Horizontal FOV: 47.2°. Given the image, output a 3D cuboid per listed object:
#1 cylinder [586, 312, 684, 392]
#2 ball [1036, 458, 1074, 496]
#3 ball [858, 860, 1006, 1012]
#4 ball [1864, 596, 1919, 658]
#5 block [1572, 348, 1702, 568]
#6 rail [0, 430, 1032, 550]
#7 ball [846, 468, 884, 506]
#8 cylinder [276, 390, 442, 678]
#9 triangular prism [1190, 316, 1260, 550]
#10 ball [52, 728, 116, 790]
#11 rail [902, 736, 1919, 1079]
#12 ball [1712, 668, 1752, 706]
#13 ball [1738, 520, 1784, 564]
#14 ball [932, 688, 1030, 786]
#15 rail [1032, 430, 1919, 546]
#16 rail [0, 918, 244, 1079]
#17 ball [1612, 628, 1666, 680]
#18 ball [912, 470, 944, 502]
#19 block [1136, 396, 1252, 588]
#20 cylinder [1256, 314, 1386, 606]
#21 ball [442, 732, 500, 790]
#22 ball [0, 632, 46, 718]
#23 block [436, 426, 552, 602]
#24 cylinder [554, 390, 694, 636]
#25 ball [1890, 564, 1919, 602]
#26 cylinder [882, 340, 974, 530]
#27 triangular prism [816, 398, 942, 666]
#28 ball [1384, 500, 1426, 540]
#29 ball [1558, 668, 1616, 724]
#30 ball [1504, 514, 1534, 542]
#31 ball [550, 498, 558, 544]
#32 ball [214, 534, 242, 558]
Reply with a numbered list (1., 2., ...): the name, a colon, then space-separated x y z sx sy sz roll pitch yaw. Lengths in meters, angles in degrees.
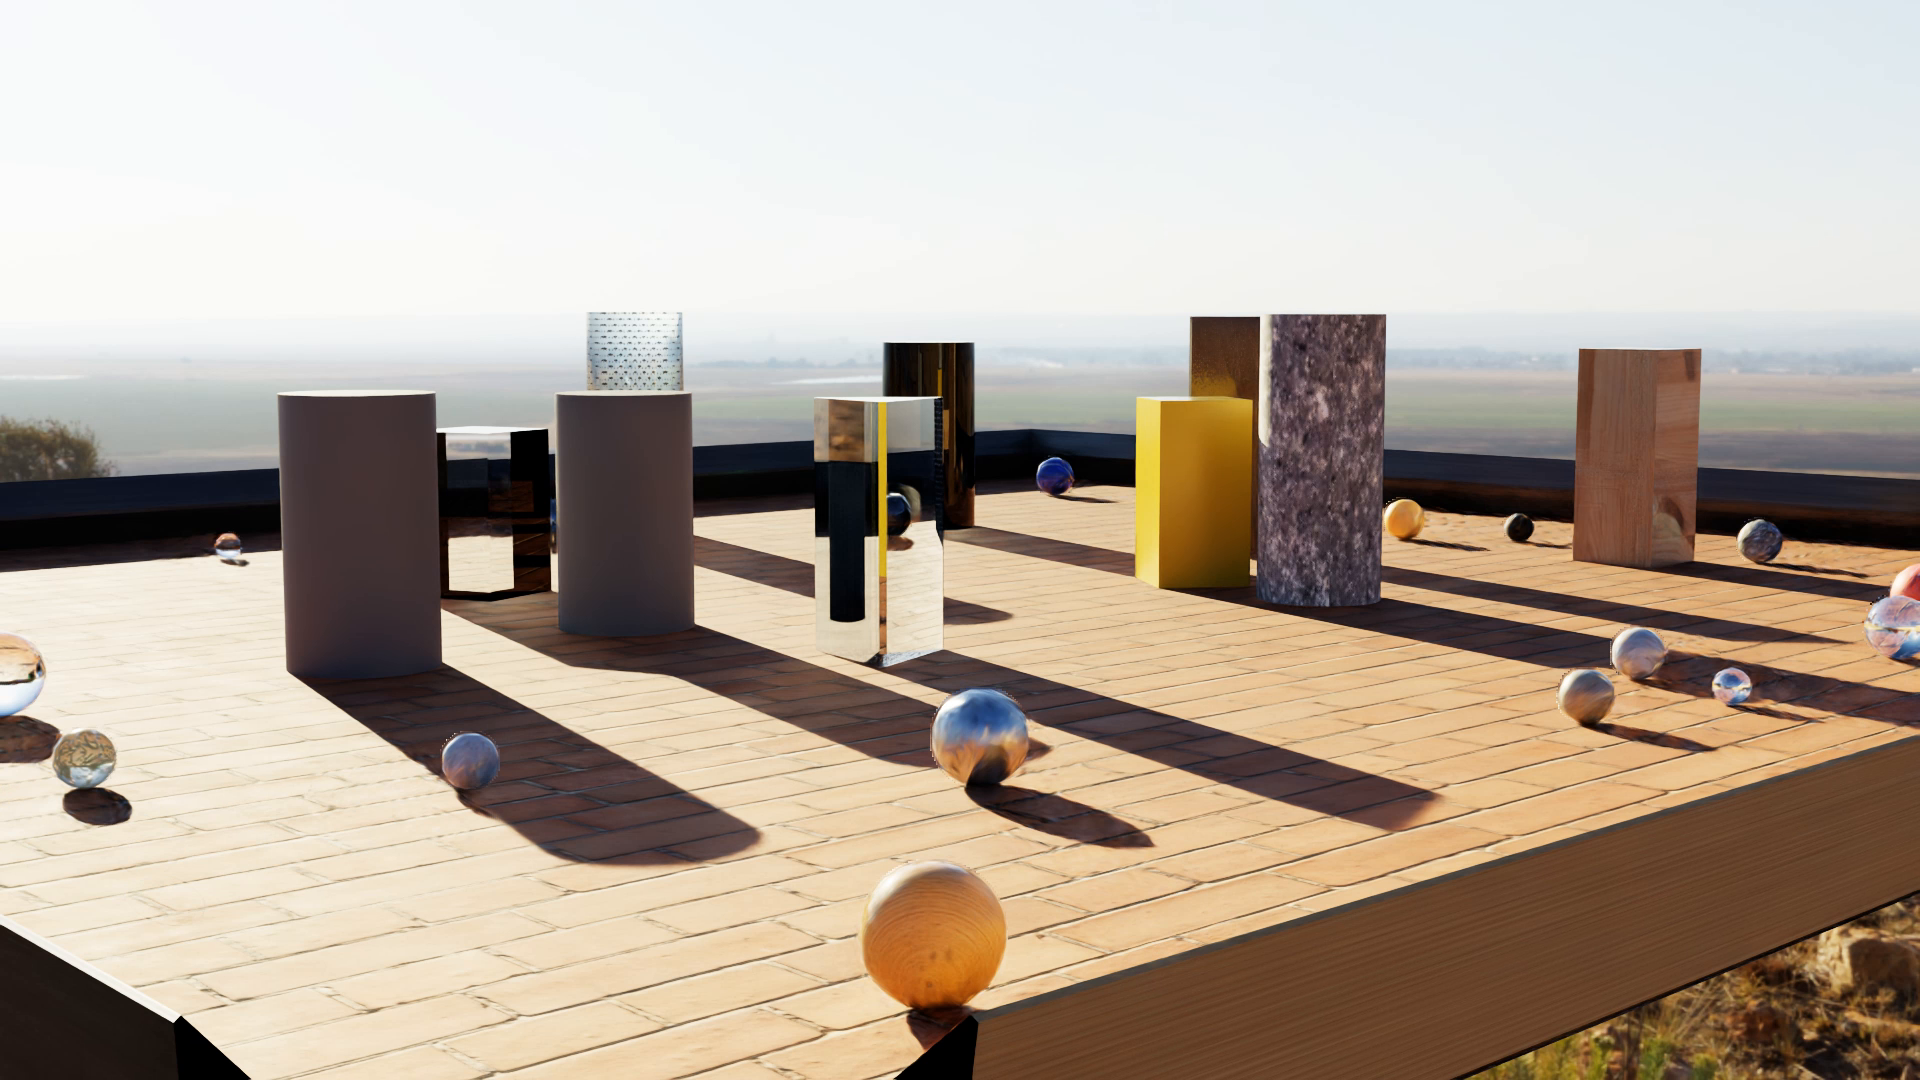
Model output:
1. cylinder: -0.635 -0.228 4.307 0.189 0.436 0.189 0 6 0
2. ball: 0.226 -0.151 5.224 0.090 0.090 0.090 0 6 0
3. ball: -0.017 0.252 1.398 0.094 0.094 0.094 0 6 0
4. ball: 1.193 0.111 2.795 0.080 0.080 0.080 0 6 0
5. block: 1.189 -0.149 3.862 0.151 0.373 0.151 -6 8 -44
6. rail: -1.154 -0.100 4.575 3.698 0.122 0.045 -6 8 -42
7. ball: -0.214 -0.117 4.924 0.087 0.087 0.087 0 6 0
8. cylinder: -0.741 -0.012 2.721 0.189 0.340 0.189 0 6 0
9. triangular prism: 0.512 -0.202 4.104 0.163 0.428 0.141 1 6 8
10. ball: -0.812 0.203 2.040 0.056 0.056 0.056 0 6 0
11. rail: 1.154 0.163 2.089 3.698 0.122 0.045 -6 8 -42
12. ball: 0.867 0.165 2.469 0.042 0.042 0.042 0 6 0
13. ball: 1.399 0.003 3.843 0.075 0.075 0.075 0 6 0
14. ball: 0.019 0.184 2.051 0.091 0.091 0.091 0 6 0
15. rail: 1.342 -0.098 4.563 0.045 0.122 3.449 -6 8 -42
16. rail: -1.342 0.162 2.101 0.045 0.122 3.449 -6 8 -42
17. ball: 0.814 0.136 2.640 0.062 0.062 0.062 0 6 0
18. ball: -0.074 -0.123 5.050 0.072 0.072 0.072 0 6 0
19. block: 0.377 -0.080 3.569 0.151 0.298 0.151 -1 6 -10
20. cylinder: 0.550 -0.127 3.356 0.189 0.434 0.189 0 6 0
21. ball: -0.454 0.205 2.038 0.052 0.052 0.052 0 6 0
22. ball: -1.047 0.146 2.398 0.094 0.094 0.094 0 6 0
23. block: -0.746 -0.044 3.424 0.151 0.256 0.151 3 7 26
24. cylinder: -0.466 -0.042 3.063 0.189 0.327 0.189 0 6 0
25. ball: 1.346 0.077 3.066 0.090 0.090 0.090 0 6 0
26. cylinder: -0.064 -0.215 4.472 0.189 0.376 0.189 0 6 0
27. triangular prism: -0.082 -0.017 2.825 0.141 0.329 0.163 -4 7 -34
28. ball: 0.856 -0.040 4.231 0.078 0.078 0.078 0 6 0
29. ball: 0.673 0.168 2.361 0.059 0.059 0.059 0 6 0
30. ball: 1.065 -0.023 4.188 0.054 0.054 0.054 0 6 0
31. ball: -0.774 -0.036 4.151 0.086 0.086 0.086 0 6 0
32. ball: -1.301 0.011 3.910 0.045 0.045 0.045 0 6 0
